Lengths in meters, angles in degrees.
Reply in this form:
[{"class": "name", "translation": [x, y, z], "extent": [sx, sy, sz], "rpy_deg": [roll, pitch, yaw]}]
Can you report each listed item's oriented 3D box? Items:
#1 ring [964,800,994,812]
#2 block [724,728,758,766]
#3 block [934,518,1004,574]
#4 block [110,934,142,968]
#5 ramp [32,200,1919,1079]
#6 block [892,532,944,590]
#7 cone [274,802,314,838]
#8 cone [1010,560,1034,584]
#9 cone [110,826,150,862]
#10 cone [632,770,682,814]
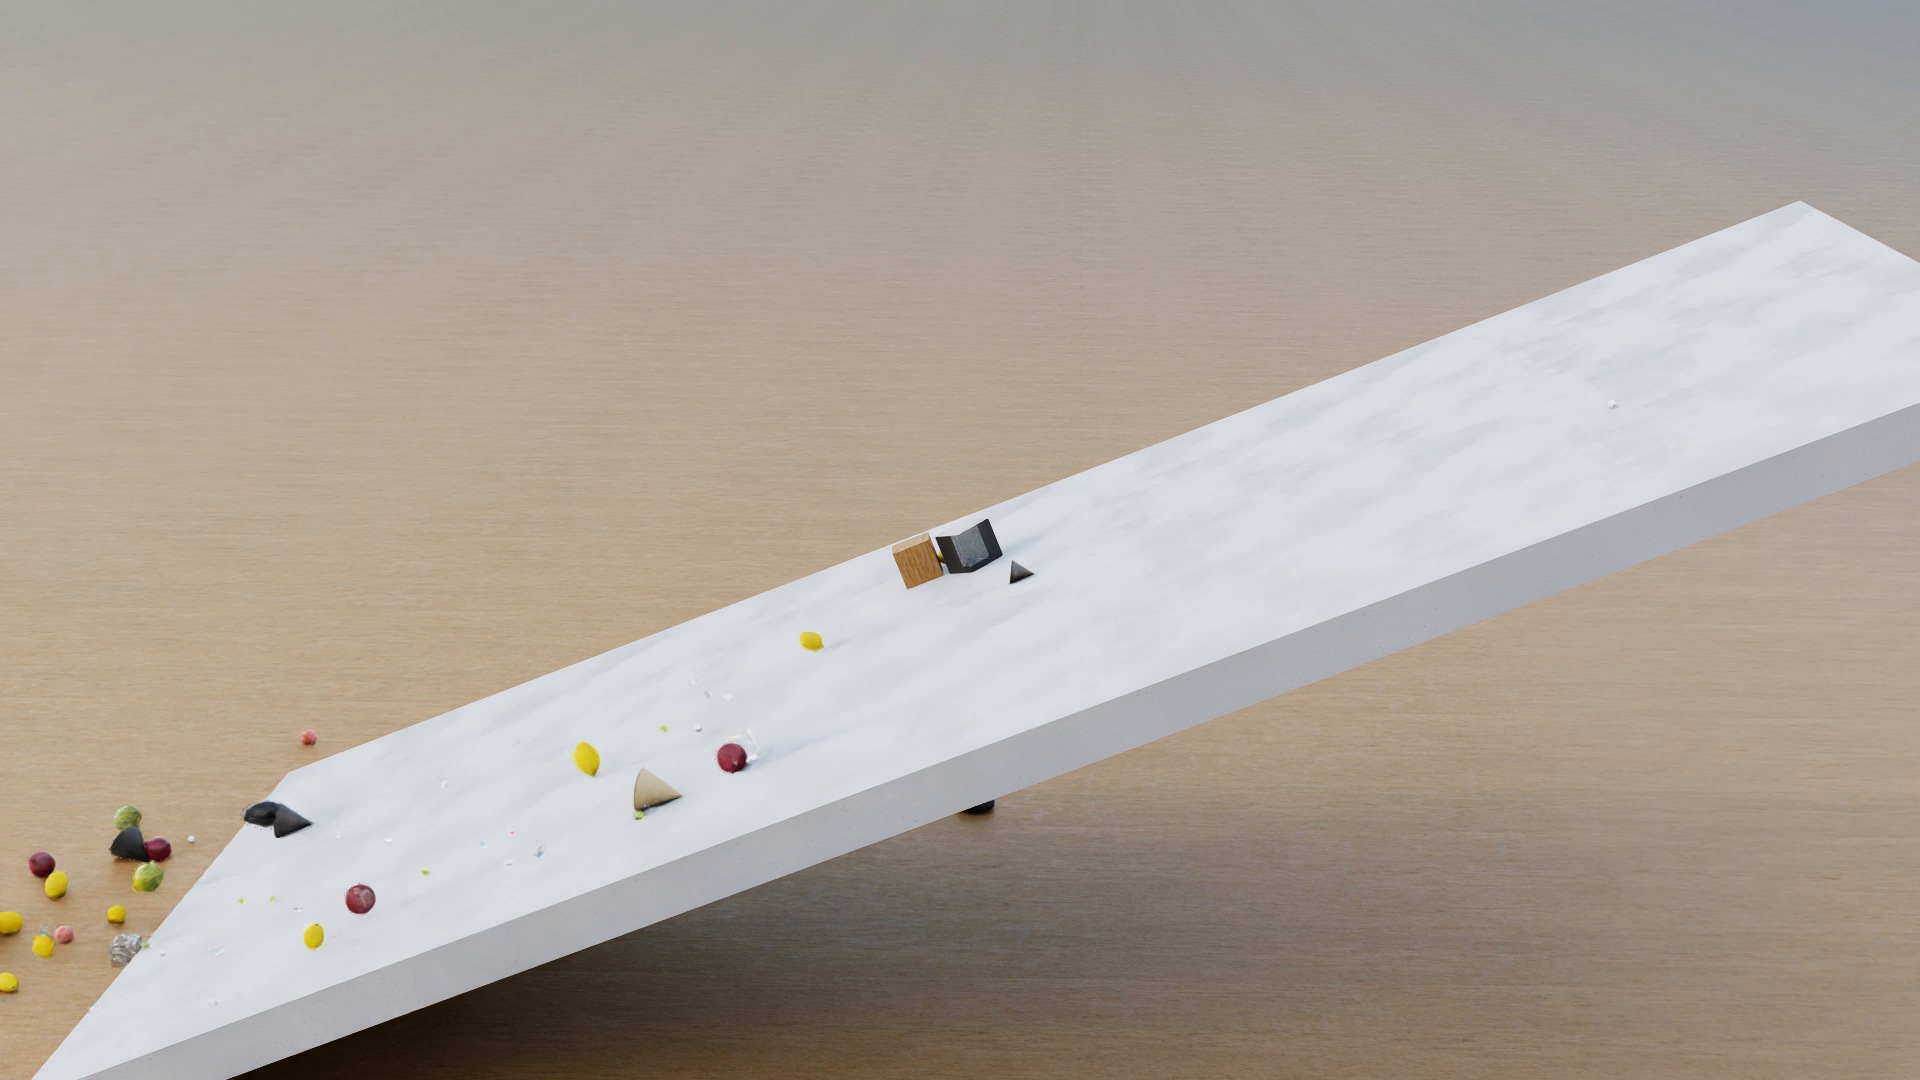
[{"class": "ring", "translation": [0.039, 0.669, 7.509], "extent": [0.100, 0.033, 0.100], "rpy_deg": [-1, 12, 0]}, {"class": "block", "translation": [-0.438, 0.414, 5.871], "extent": [0.052, 0.052, 0.052], "rpy_deg": [-22, 12, 2]}, {"class": "block", "translation": [0.020, 0.014, 6.710], "extent": [0.094, 0.094, 0.094], "rpy_deg": [-30, 14, -31]}, {"class": "block", "translation": [-1.793, 0.884, 6.330], "extent": [0.053, 0.053, 0.053], "rpy_deg": [0, 18, 2]}, {"class": "ramp", "translation": [0.122, 0.174, 6.291], "extent": [4.000, 0.100, 2.000], "rpy_deg": [-21, 12, 7]}, {"class": "block", "translation": [-0.097, 0.048, 6.782], "extent": [0.090, 0.090, 0.090], "rpy_deg": [-22, 12, 3]}, {"class": "cone", "translation": [-1.541, 0.654, 6.829], "extent": [0.082, 0.082, 0.082], "rpy_deg": [5, 14, 0]}, {"class": "cone", "translation": [0.137, 0.071, 6.417], "extent": [0.053, 0.053, 0.053], "rpy_deg": [5, 14, 2]}, {"class": "cone", "translation": [-1.995, 0.756, 7.136], "extent": [0.091, 0.091, 0.091], "rpy_deg": [36, 28, 20]}, {"class": "cone", "translation": [-0.587, 0.498, 5.798], "extent": [0.090, 0.090, 0.090], "rpy_deg": [-2, 12, 18]}]
